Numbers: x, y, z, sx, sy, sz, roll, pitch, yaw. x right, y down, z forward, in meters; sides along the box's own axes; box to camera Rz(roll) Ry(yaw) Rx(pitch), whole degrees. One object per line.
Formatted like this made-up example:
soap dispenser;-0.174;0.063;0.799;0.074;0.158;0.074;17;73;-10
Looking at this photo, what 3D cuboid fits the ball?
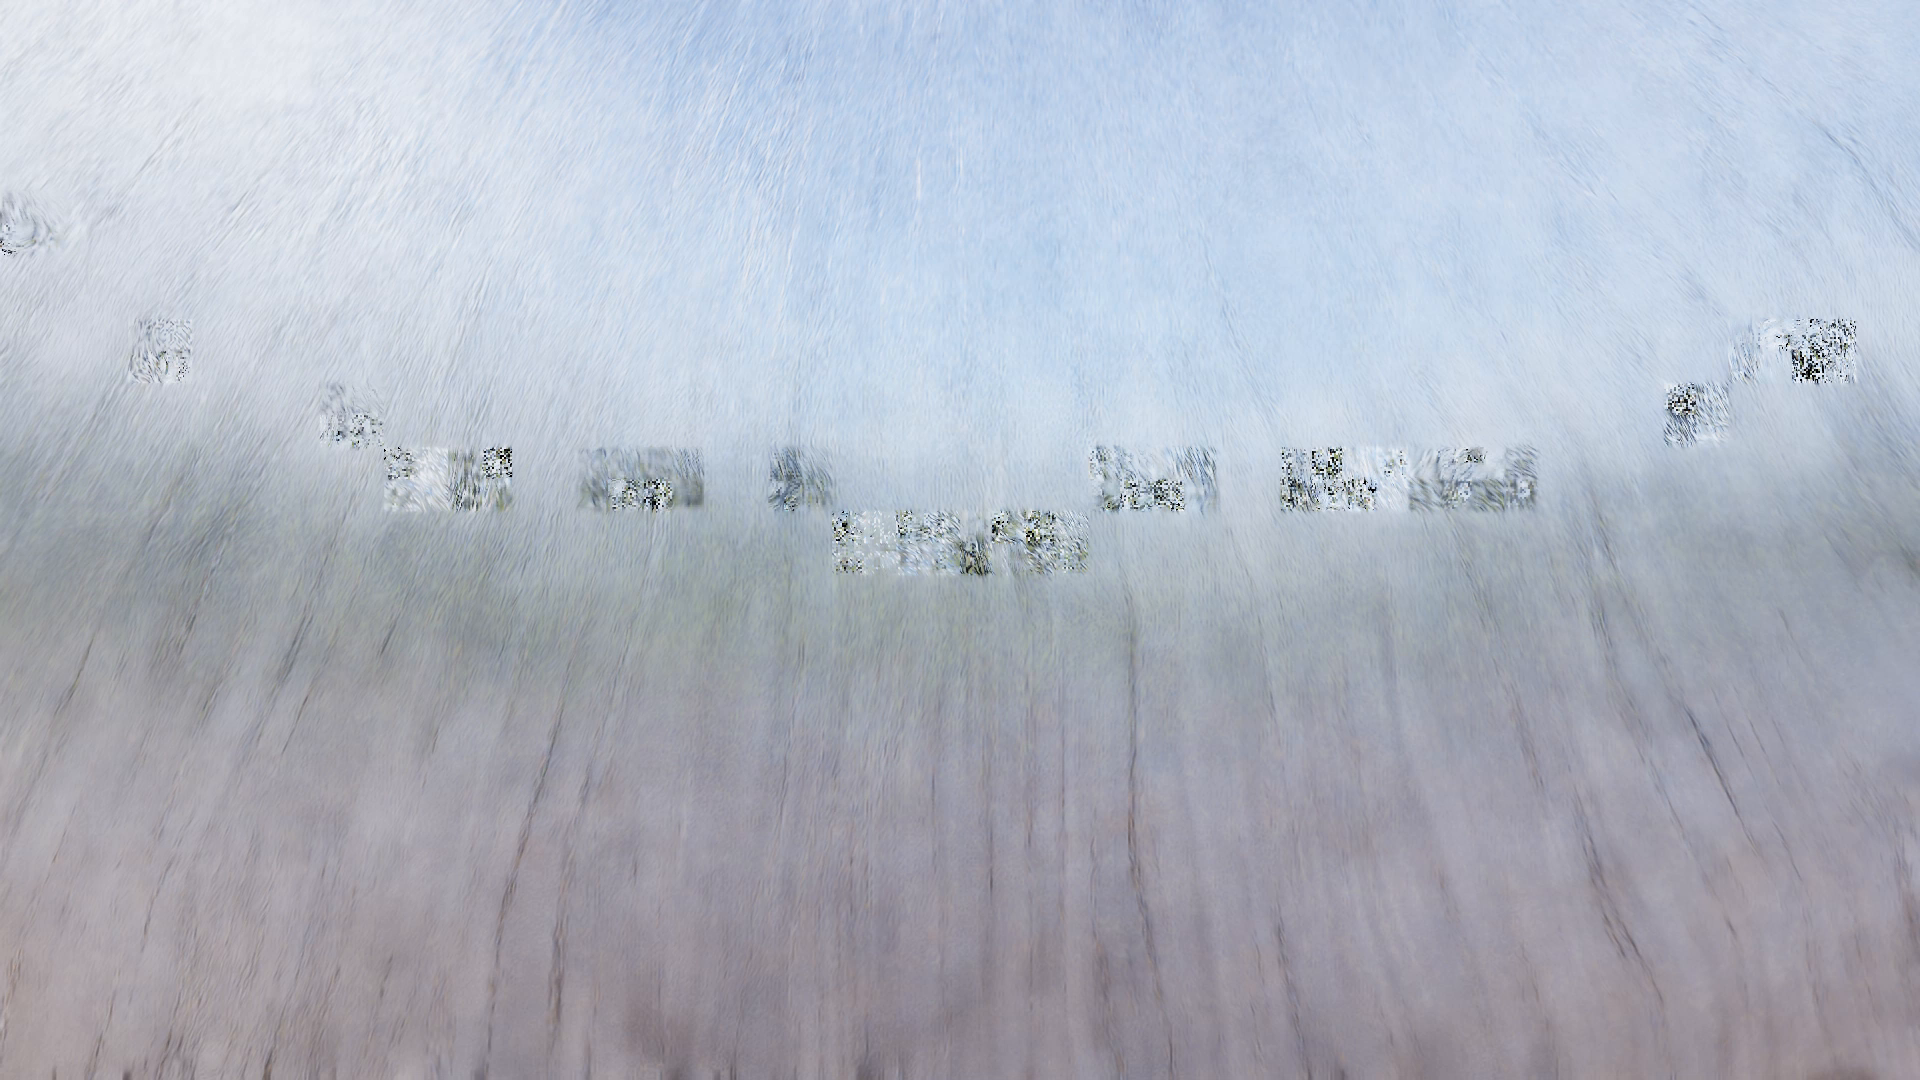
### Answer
ball;0.000;-0.002;0.056;0.080;0.080;0.080;0;4;0
